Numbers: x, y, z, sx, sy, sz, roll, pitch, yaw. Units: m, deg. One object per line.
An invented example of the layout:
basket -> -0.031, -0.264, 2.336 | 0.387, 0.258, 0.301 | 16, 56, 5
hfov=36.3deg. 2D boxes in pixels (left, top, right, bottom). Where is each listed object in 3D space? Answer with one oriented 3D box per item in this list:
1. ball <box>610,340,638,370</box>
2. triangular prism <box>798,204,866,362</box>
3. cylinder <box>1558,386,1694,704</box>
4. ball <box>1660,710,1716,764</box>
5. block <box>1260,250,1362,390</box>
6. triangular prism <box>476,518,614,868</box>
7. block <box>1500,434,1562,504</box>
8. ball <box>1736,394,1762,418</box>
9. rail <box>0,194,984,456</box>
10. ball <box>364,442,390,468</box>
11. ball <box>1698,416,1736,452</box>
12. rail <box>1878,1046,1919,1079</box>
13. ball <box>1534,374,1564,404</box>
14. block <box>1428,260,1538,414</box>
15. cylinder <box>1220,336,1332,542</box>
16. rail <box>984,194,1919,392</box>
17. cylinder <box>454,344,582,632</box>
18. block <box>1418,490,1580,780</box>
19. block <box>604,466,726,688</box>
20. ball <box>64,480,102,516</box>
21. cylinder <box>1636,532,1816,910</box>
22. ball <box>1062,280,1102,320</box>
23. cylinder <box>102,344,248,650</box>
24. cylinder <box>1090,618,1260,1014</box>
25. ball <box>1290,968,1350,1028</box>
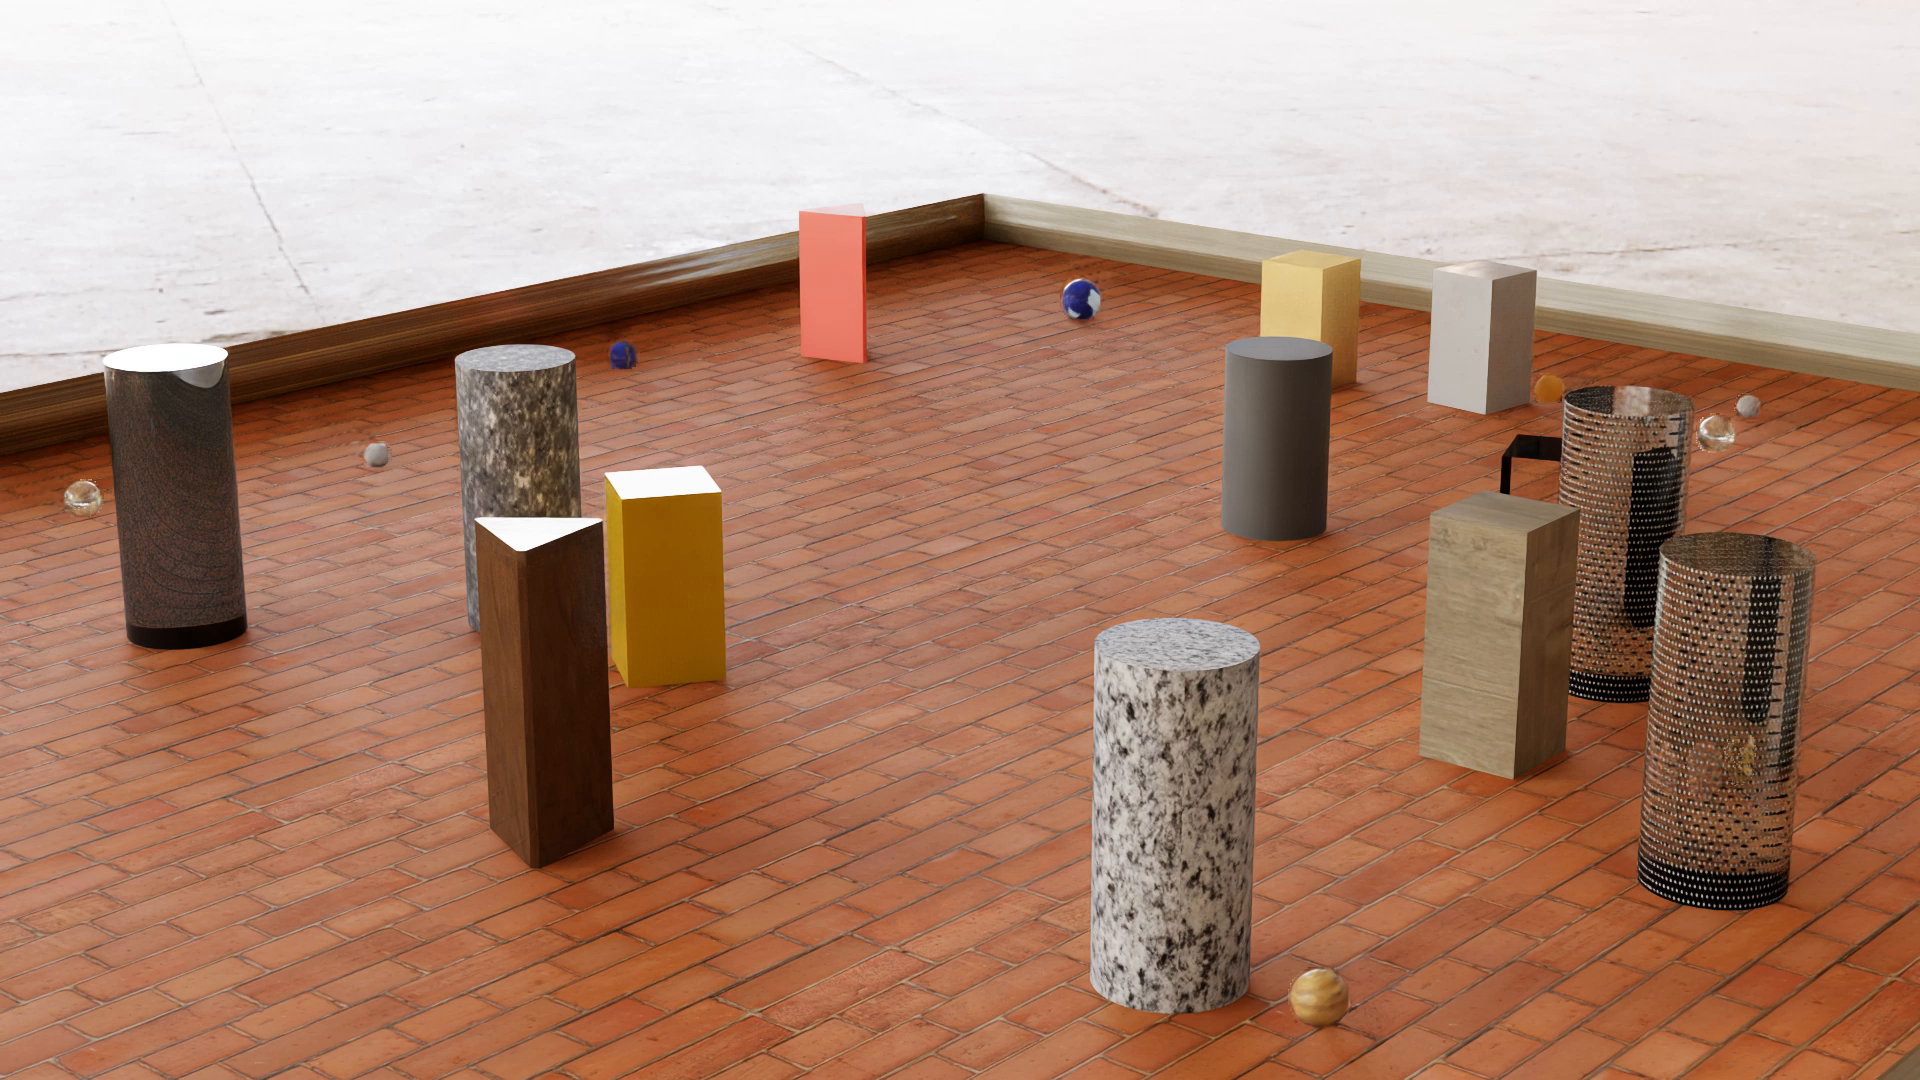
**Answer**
ball -> -0.776, -0.426, 6.756 | 0.065, 0.065, 0.065 | 0, 17, 0
triangular prism -> -0.265, -0.607, 6.872 | 0.172, 0.344, 0.149 | 8, 19, 25
cylinder -> 1.042, 0.005, 4.632 | 0.198, 0.464, 0.198 | 0, 17, 0
ball -> 1.079, 0.293, 4.343 | 0.081, 0.081, 0.081 | 0, 17, 0
block -> 0.787, -0.492, 6.598 | 0.159, 0.283, 0.159 | 13, 21, 37
triangular prism -> -0.594, 0.198, 4.016 | 0.149, 0.451, 0.172 | 10, 19, 30
block -> 1.025, -0.027, 5.079 | 0.159, 0.269, 0.159 | 6, 18, 19
ball -> 1.700, -0.287, 6.319 | 0.051, 0.051, 0.051 | 0, 17, 0
rail -> -1.569, -0.361, 6.424 | 0.045, 0.129, 5.039 | 14, 22, 39
ball -> -1.179, -0.172, 5.934 | 0.051, 0.051, 0.051 | 0, 17, 0
ball -> 1.560, -0.218, 6.048 | 0.075, 0.075, 0.075 | 0, 17, 0
rail -> 1.569, 0.425, 3.816 | 0.045, 0.129, 5.039 | 14, 22, 39
ball -> 1.295, -0.331, 6.440 | 0.065, 0.065, 0.065 | 0, 17, 0
block -> 1.143, -0.446, 6.420 | 0.159, 0.297, 0.159 | -15, 22, -41
cylinder -> 0.593, -0.191, 5.493 | 0.198, 0.344, 0.198 | 0, 17, 0
rail -> 1.636, -0.511, 6.924 | 4.203, 0.129, 0.045 | 14, 22, 39
cylinder -> -0.739, -0.084, 4.941 | 0.198, 0.457, 0.198 | 0, 17, 0
block -> 0.798, 0.138, 4.342 | 0.159, 0.377, 0.159 | 13, 21, 37
block -> -0.474, 0.058, 4.718 | 0.159, 0.314, 0.159 | -5, 17, -15
ball -> -1.674, -0.079, 5.595 | 0.069, 0.069, 0.069 | 0, 17, 0
cylinder -> 1.010, 0.237, 3.871 | 0.198, 0.458, 0.198 | 0, 17, 0
ball -> 0.300, -0.596, 7.260 | 0.099, 0.099, 0.099 | 0, 17, 0
cylinder -> -1.303, -0.073, 4.878 | 0.198, 0.473, 0.198 | 0, 17, 0
cylinder -> 0.261, 0.335, 3.581 | 0.198, 0.439, 0.198 | 0, 17, 0
ball -> 0.431, 0.549, 3.511 | 0.070, 0.070, 0.070 | 0, 17, 0
